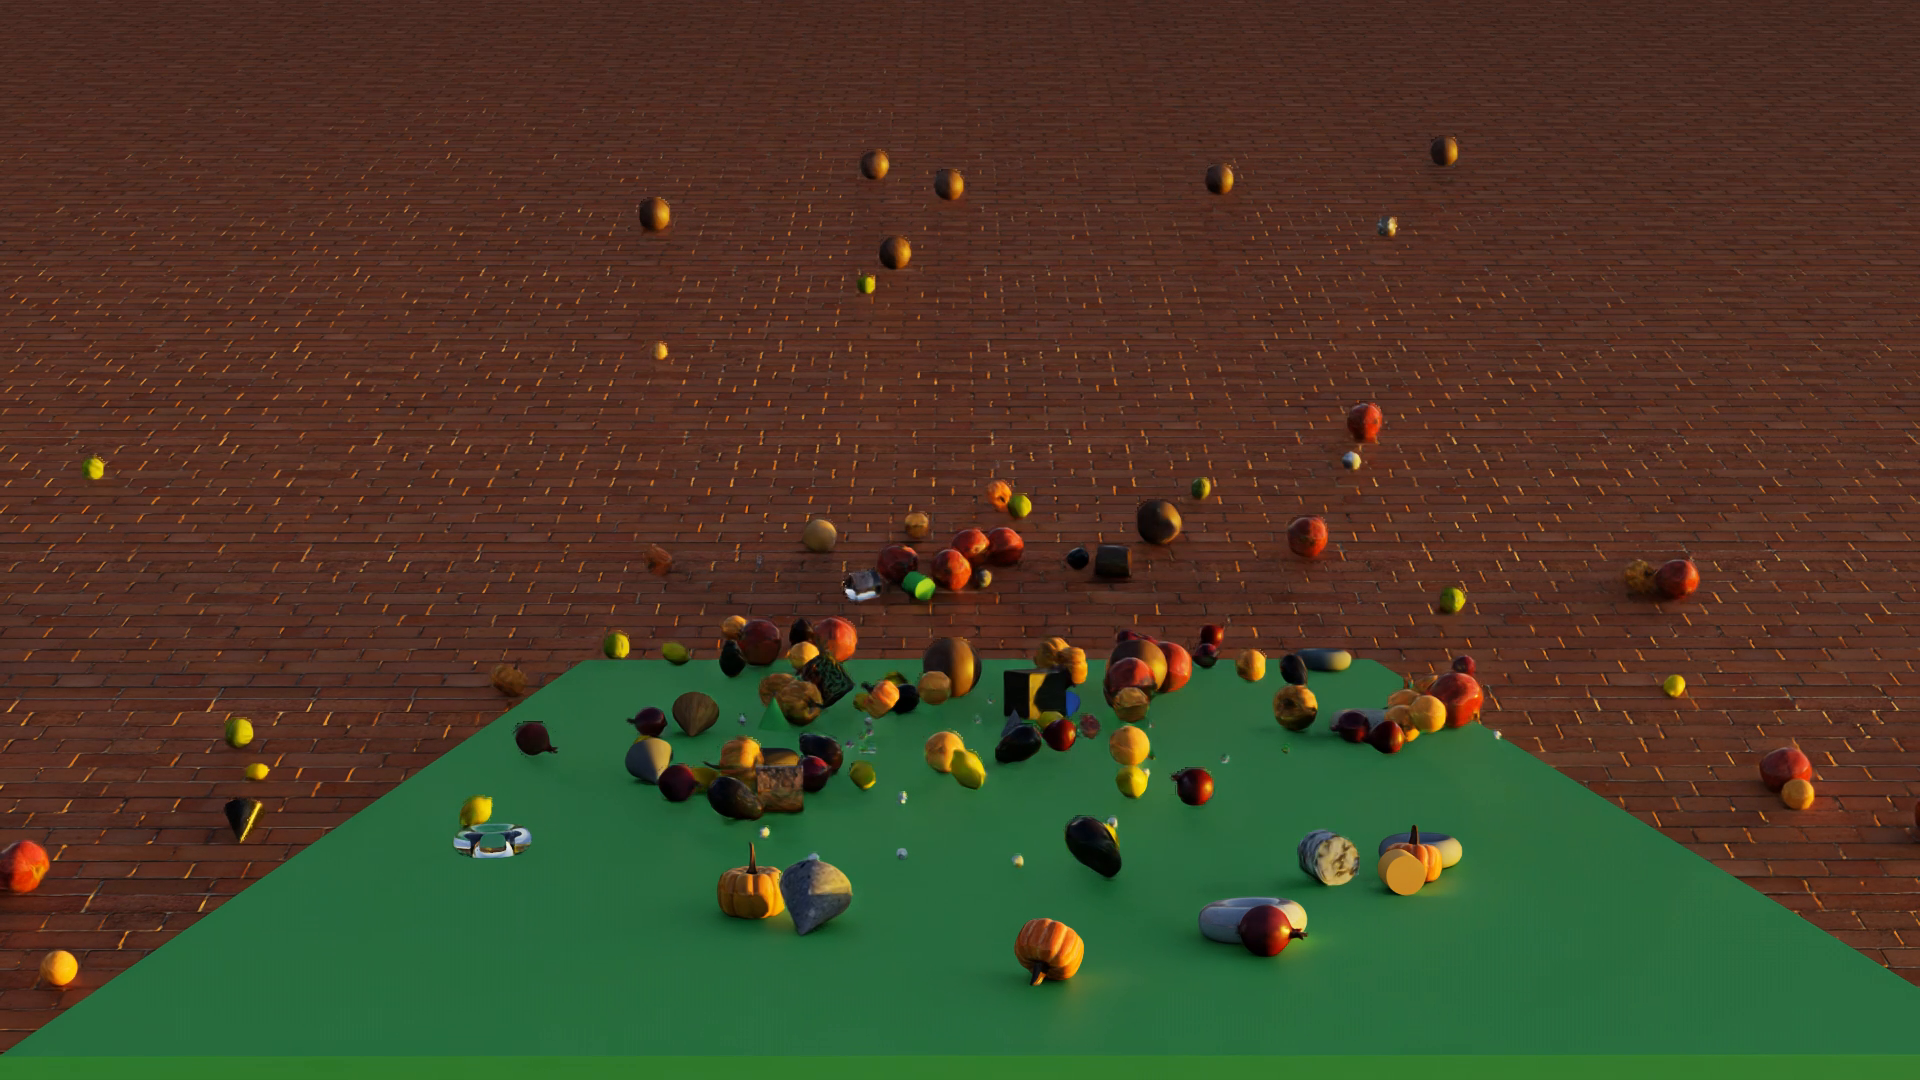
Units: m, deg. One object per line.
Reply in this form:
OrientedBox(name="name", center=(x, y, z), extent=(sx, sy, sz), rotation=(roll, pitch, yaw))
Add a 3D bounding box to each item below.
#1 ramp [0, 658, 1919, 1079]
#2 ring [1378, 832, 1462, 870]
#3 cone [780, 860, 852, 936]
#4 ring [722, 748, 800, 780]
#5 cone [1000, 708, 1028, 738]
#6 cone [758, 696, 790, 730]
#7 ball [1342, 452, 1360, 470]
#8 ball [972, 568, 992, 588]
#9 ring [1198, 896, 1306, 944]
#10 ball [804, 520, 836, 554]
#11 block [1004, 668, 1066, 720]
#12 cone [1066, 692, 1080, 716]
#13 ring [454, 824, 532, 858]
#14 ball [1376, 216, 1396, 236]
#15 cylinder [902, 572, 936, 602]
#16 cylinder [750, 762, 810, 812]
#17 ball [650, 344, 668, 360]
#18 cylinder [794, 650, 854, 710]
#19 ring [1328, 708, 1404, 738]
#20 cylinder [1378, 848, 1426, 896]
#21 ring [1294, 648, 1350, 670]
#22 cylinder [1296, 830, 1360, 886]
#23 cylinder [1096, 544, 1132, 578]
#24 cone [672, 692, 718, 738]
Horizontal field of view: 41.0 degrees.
OrientedBox(name="ramp", center=(0.050, 0.455, 4.532), extent=(2.000, 0.100, 4.000), rotation=(0, 3, 0))
OrientedBox(name="ring", center=(0.643, 0.434, 3.589), extent=(0.116, 0.039, 0.116), rotation=(-1, 3, 0))
OrientedBox(name="cone", center=(-0.185, 0.456, 3.143), extent=(0.092, 0.092, 0.092), rotation=(3, 30, 8))
OrientedBox(name="ring", center=(-0.345, 0.387, 4.453), extent=(0.135, 0.045, 0.135), rotation=(-3, 0, 0))
OrientedBox(name="cone", center=(0.106, 0.353, 5.005), extent=(0.055, 0.055, 0.055), rotation=(0, 3, 0))
OrientedBox(name="cone", center=(-0.371, 0.342, 5.119), extent=(0.066, 0.066, 0.066), rotation=(0, 3, 0))
OrientedBox(name="ball", center=(1.230, -0.247, 8.087), extent=(0.059, 0.059, 0.059), rotation=(0, 22, 0))
OrientedBox(name="ball", center=(0.062, 0.107, 7.200), extent=(0.056, 0.056, 0.056), rotation=(0, 22, 0))
OrientedBox(name="ring", center=(0.351, 0.457, 3.089), extent=(0.131, 0.044, 0.131), rotation=(-2, 0, 0))
OrientedBox(name="ball", center=(-0.405, -0.010, 7.438), extent=(0.098, 0.098, 0.098), rotation=(0, 22, 0))
OrientedBox(name="block", center=(0.155, 0.318, 5.327), extent=(0.093, 0.093, 0.093), rotation=(-2, 3, -33))
OrientedBox(name="cone", center=(0.225, 0.352, 5.328), extent=(0.054, 0.054, 0.054), rotation=(-1, 29, -2))
OrientedBox(name="ring", center=(-0.670, 0.431, 3.685), extent=(0.112, 0.037, 0.112), rotation=(-1, 4, 0))
OrientedBox(name="ball", center=(1.779, -1.308, 10.723), extent=(0.083, 0.083, 0.083), rotation=(0, 22, 0))
OrientedBox(name="cylinder", center=(-0.115, 0.129, 7.132), extent=(0.066, 0.066, 0.066), rotation=(-14, 25, -31))
OrientedBox(name="cylinder", center=(-0.286, 0.392, 4.067), extent=(0.073, 0.073, 0.073), rotation=(14, 16, -22))
OrientedBox(name="ball", center=(-1.072, -0.670, 9.149), extent=(0.060, 0.060, 0.060), rotation=(0, 22, 0))
OrientedBox(name="cylinder", center=(-0.286, 0.295, 5.429), extent=(0.091, 0.091, 0.091), rotation=(-35, 7, 5))
OrientedBox(name="ring", center=(0.791, 0.357, 4.999), extent=(0.146, 0.049, 0.146), rotation=(1, 2, 0))
OrientedBox(name="cylinder", center=(0.582, 0.437, 3.388), extent=(0.052, 0.052, 0.052), rotation=(-1, 3, -4))
OrientedBox(name="ring", center=(0.887, 0.292, 6.290), extent=(0.139, 0.046, 0.139), rotation=(1, 2, 0))
OrientedBox(name="cylinder", center=(0.495, 0.427, 3.460), extent=(0.065, 0.065, 0.065), rotation=(-5, 4, -13))
OrientedBox(name="cylinder", center=(0.434, 0.060, 7.274), extent=(0.088, 0.088, 0.088), rotation=(4, 22, 11))
OrientedBox(name="cone", center=(-0.521, 0.360, 5.015), extent=(0.092, 0.092, 0.092), rotation=(0, 29, 1))
